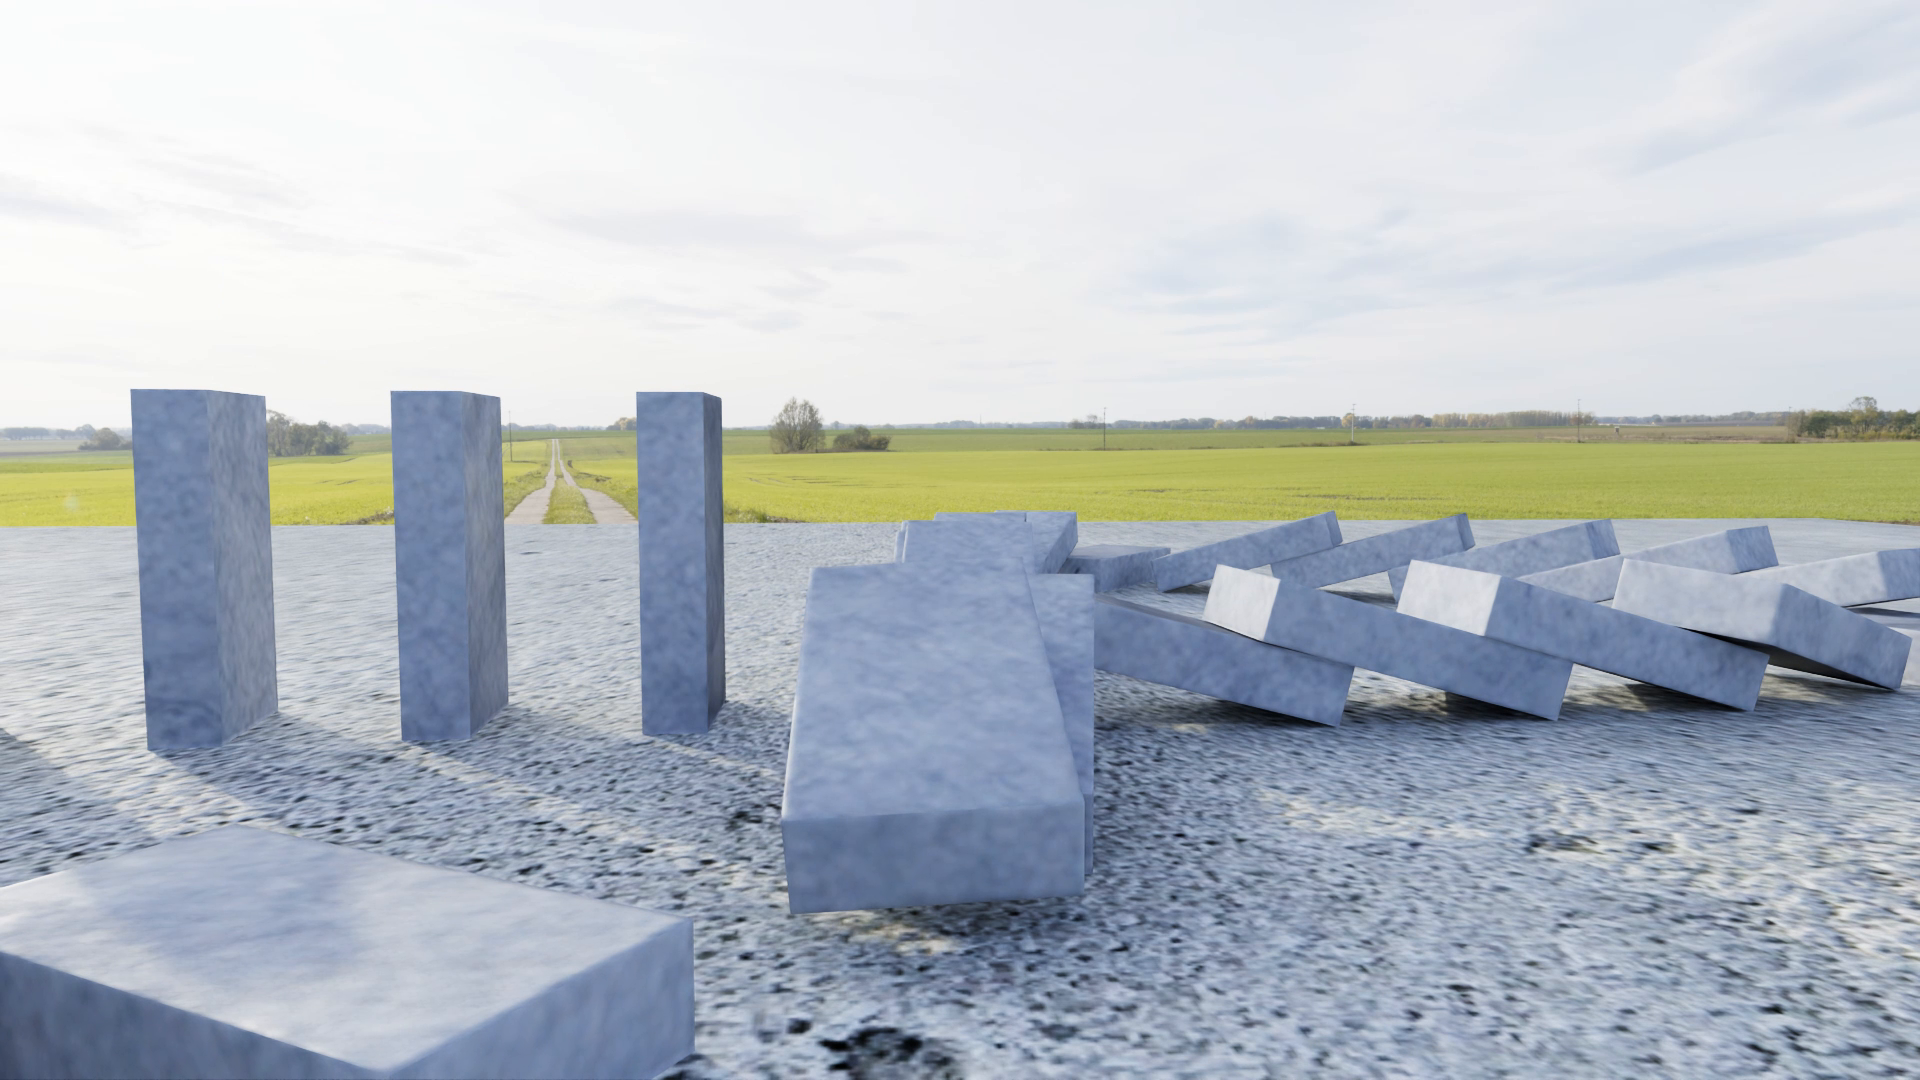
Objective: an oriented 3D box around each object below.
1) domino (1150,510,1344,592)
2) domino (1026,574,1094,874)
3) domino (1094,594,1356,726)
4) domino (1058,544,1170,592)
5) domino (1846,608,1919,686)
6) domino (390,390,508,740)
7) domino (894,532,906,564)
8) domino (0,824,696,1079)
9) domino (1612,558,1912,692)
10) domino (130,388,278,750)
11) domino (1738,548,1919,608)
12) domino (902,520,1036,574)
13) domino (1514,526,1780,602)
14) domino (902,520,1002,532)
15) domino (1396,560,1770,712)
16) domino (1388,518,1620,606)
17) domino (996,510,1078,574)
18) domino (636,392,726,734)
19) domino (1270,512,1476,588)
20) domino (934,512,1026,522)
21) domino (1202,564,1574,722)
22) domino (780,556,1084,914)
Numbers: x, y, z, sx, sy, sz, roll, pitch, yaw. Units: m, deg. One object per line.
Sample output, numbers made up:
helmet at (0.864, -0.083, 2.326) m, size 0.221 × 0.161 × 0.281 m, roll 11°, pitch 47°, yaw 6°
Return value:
domino at (0.083, 0.003, 0.369) m, size 0.050 × 0.010 × 0.025 m, roll -16°, pitch -2°, yaw 23°
domino at (0.003, 0.019, 0.149) m, size 0.025 × 0.009 × 0.050 m, roll 0°, pitch 24°, yaw 6°
domino at (0.032, 0.017, 0.200) m, size 0.050 × 0.009 × 0.025 m, roll 14°, pitch 2°, yaw -11°
domino at (0.043, 0.008, 0.395) m, size 0.025 × 0.009 × 0.050 m, roll 3°, pitch 5°, yaw 33°
domino at (0.180, 0.020, 0.233) m, size 0.025 × 0.009 × 0.050 m, roll -1°, pitch 4°, yaw -18°
domino at (-0.077, 0.003, 0.195) m, size 0.009 × 0.050 × 0.025 m, roll -1°, pitch 4°, yaw -7°
domino at (-0.001, 0.011, 0.264) m, size 0.025 × 0.009 × 0.050 m, roll 0°, pitch 21°, yaw -1°
domino at (-0.047, 0.031, 0.090) m, size 0.050 × 0.009 × 0.025 m, roll 2°, pitch 5°, yaw 27°
domino at (0.136, 0.015, 0.217) m, size 0.050 × 0.009 × 0.025 m, roll 15°, pitch 0°, yaw -34°
domino at (-0.111, 0.003, 0.190) m, size 0.009 × 0.050 × 0.025 m, roll -1°, pitch 4°, yaw -12°
domino at (0.176, 0.011, 0.273) m, size 0.025 × 0.010 × 0.050 m, roll -2°, pitch -10°, yaw -29°
domino at (0.001, 0.011, 0.237) m, size 0.025 × 0.010 × 0.050 m, roll 1°, pitch 25°, yaw 1°
domino at (0.162, 0.008, 0.305) m, size 0.025 × 0.009 × 0.050 m, roll -4°, pitch -11°, yaw -40°
domino at (-0.002, 0.009, 0.298) m, size 0.025 × 0.009 × 0.050 m, roll 0°, pitch 21°, yaw 0°
domino at (0.101, 0.015, 0.210) m, size 0.050 × 0.009 × 0.025 m, roll 15°, pitch 1°, yaw -12°
domino at (0.140, 0.006, 0.332) m, size 0.050 × 0.009 × 0.025 m, roll -18°, pitch -8°, yaw 39°
domino at (0.016, 0.004, 0.365) m, size 0.025 × 0.009 × 0.050 m, roll 1°, pitch 20°, yaw 17°
domino at (-0.043, 0.003, 0.199) m, size 0.009 × 0.050 × 0.025 m, roll 0°, pitch 4°, yaw -4°
domino at (0.114, 0.004, 0.355) m, size 0.050 × 0.009 × 0.025 m, roll -17°, pitch -4°, yaw 28°
domino at (0.003, 0.006, 0.332) m, size 0.025 × 0.009 × 0.050 m, roll 0°, pitch 21°, yaw 7°
domino at (0.067, 0.016, 0.205) m, size 0.050 × 0.009 × 0.025 m, roll 15°, pitch 1°, yaw -11°
domino at (-0.004, 0.017, 0.130) m, size 0.025 × 0.010 × 0.050 m, roll -3°, pitch 23°, yaw -2°
